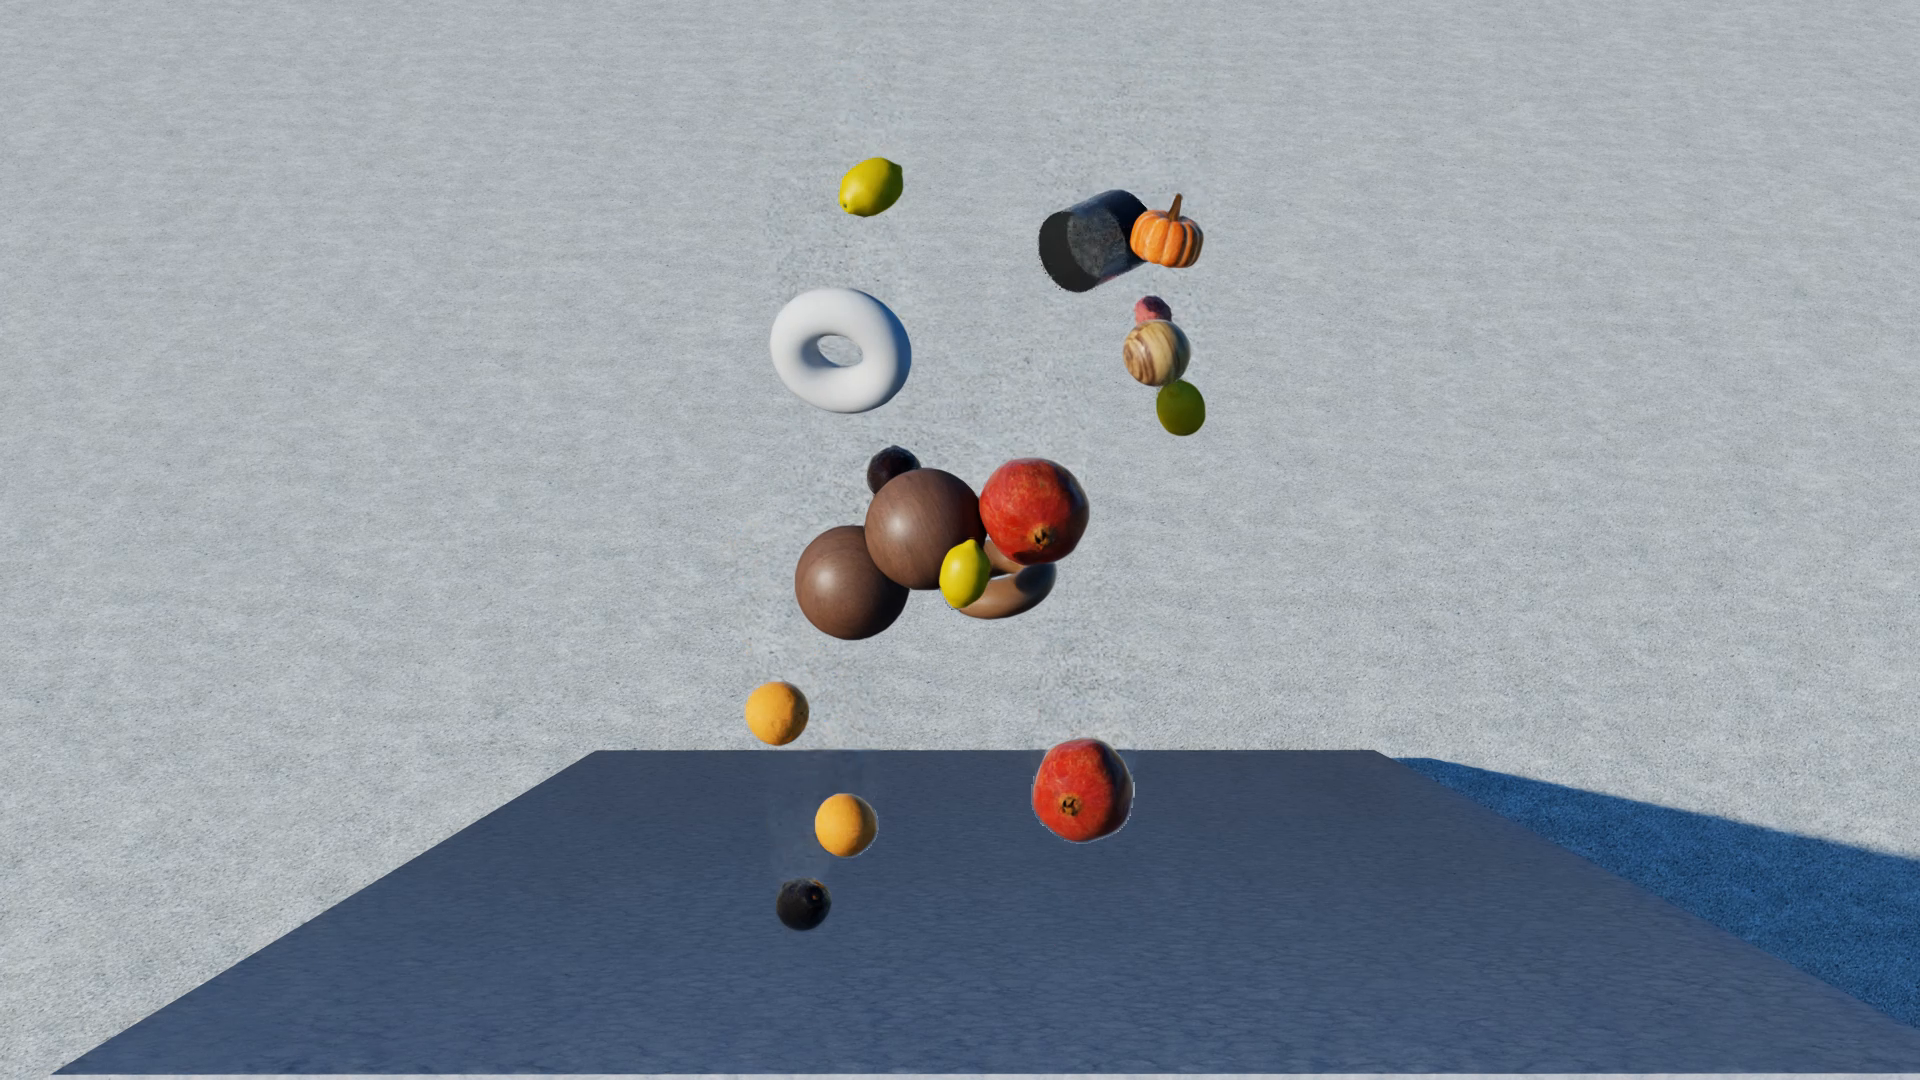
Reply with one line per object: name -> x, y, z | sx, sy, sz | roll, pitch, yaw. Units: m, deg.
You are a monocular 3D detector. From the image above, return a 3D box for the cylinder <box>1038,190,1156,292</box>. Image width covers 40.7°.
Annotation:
cylinder -> 0.148, -0.325, 2.804 | 0.090, 0.090, 0.090 | 23, 36, 35

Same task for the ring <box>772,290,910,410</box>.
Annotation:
ring -> -0.111, -0.176, 2.405 | 0.134, 0.134, 0.045 | 8, 48, 14

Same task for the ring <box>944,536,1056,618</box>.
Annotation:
ring -> 0.046, 0.042, 2.933 | 0.131, 0.044, 0.131 | -10, 32, 6

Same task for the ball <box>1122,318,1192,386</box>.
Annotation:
ball -> 0.216, -0.205, 2.834 | 0.075, 0.075, 0.075 | 0, 30, 0

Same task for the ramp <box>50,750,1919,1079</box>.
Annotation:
ramp -> 0.066, 0.593, 4.648 | 2.000, 0.100, 4.000 | 0, 0, 0
